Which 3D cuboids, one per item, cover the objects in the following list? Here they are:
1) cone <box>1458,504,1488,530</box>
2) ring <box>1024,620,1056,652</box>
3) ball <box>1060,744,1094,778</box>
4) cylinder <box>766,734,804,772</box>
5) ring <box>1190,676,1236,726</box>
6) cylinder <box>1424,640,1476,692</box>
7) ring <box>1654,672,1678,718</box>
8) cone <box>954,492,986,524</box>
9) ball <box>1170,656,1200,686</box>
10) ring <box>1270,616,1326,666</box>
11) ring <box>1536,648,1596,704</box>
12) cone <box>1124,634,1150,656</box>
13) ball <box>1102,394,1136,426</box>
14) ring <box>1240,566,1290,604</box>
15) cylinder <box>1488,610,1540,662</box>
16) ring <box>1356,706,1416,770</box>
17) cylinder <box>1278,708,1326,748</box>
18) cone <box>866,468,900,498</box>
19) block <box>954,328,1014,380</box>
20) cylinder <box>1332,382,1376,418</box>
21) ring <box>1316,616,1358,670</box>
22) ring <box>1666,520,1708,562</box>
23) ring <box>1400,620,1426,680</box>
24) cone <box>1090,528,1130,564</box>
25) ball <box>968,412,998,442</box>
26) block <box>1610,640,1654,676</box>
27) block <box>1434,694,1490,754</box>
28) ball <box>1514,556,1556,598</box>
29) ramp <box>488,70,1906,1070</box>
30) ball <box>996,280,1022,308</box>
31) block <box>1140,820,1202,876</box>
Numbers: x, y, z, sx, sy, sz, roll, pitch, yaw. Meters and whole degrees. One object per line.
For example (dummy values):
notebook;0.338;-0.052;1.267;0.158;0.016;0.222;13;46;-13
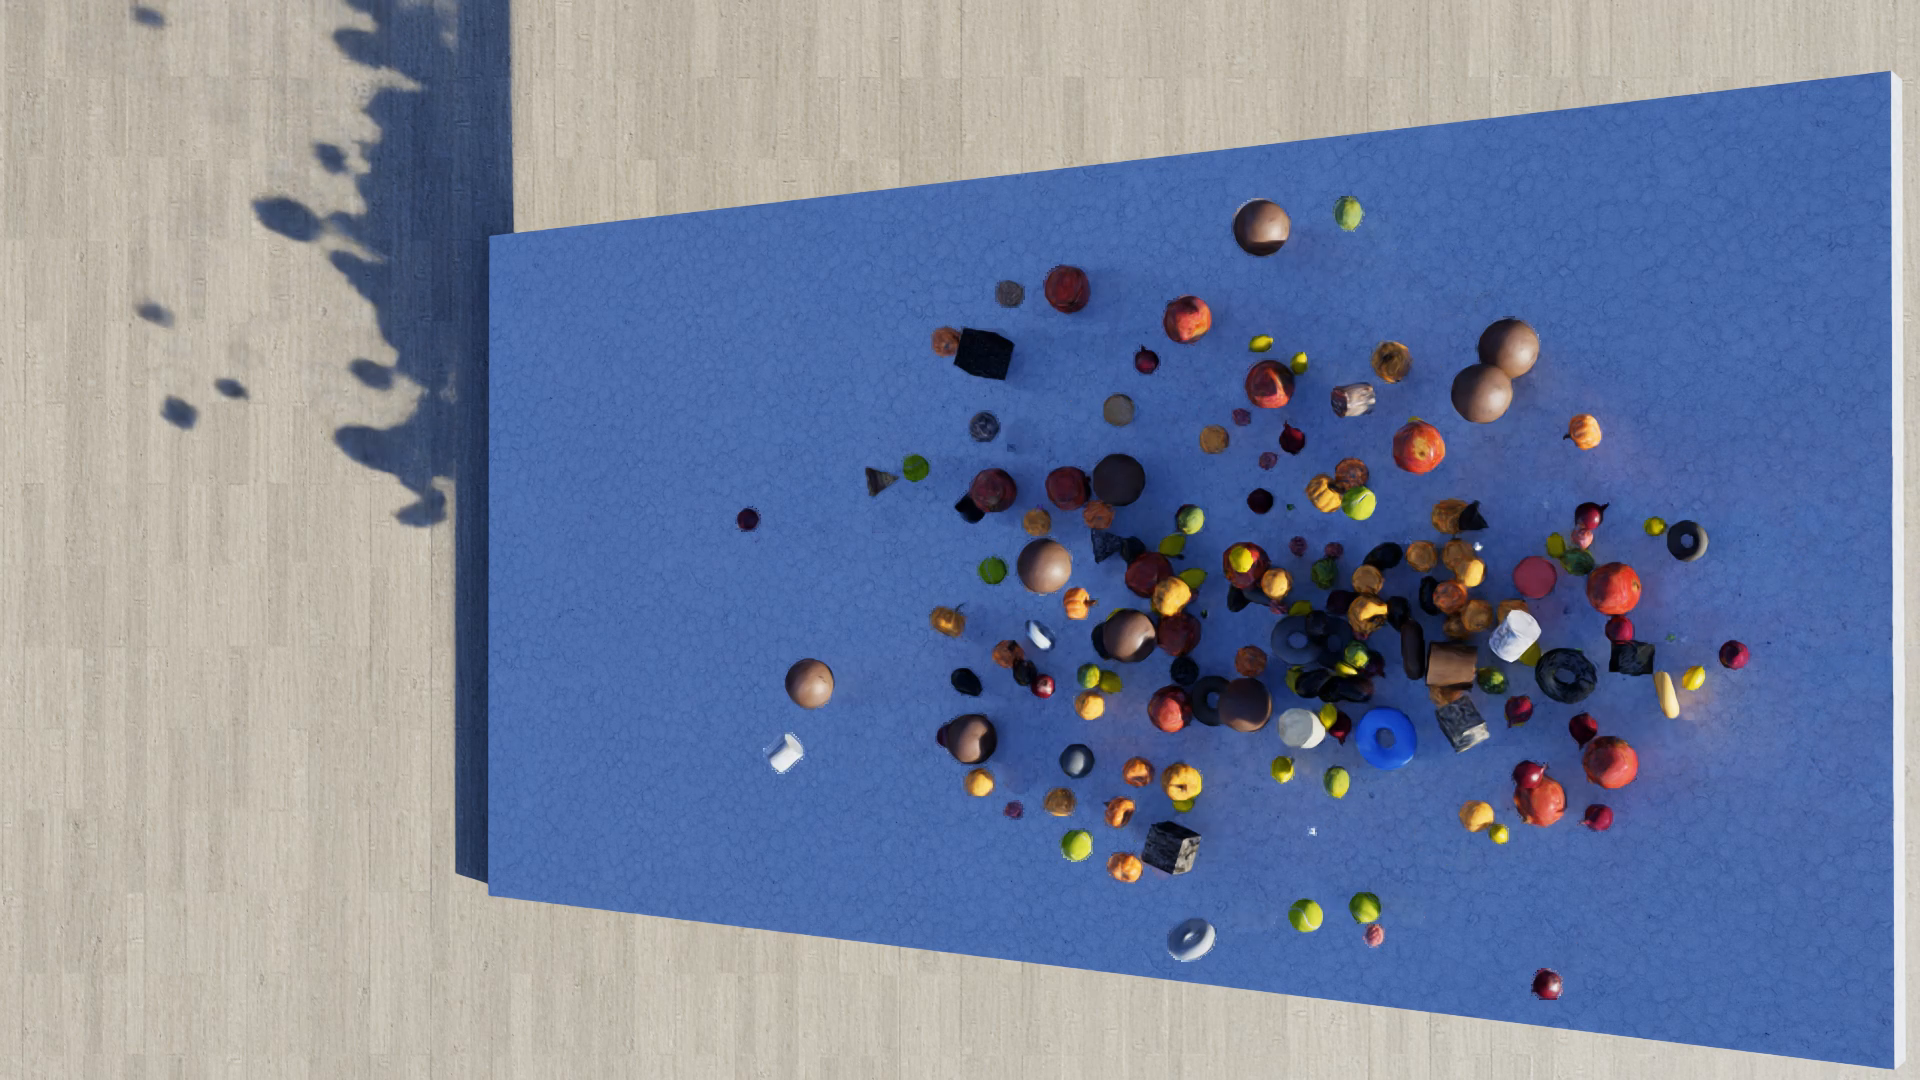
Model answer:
cone;1.133;-0.037;4.804;0.062;0.062;0.062;25;90;-16
ring;0.198;0.236;5.430;0.094;0.094;0.031;45;108;0
ball;0.289;0.545;5.430;0.086;0.086;0.086;0;90;0
cylinder;-0.431;0.523;5.401;0.066;0.066;0.066;-41;90;13
ring;0.603;0.383;5.243;0.121;0.040;0.121;-2;87;32
cylinder;1.076;0.277;4.824;0.099;0.099;0.099;7;90;9
ring;1.476;0.323;4.596;0.034;0.101;0.101;-17;90;15
cone;0.008;-0.084;5.630;0.083;0.083;0.083;0;89;35
ball;0.538;0.314;5.270;0.070;0.070;0.070;0;90;0
ring;0.776;0.230;5.047;0.126;0.042;0.126;-2;63;4
ring;1.304;0.293;4.735;0.131;0.044;0.131;15;125;24
cone;0.436;0.263;5.366;0.062;0.062;0.062;16;90;7
ball;0.387;-0.317;5.372;0.081;0.081;0.081;0;90;0
ring;0.711;0.104;5.127;0.115;0.115;0.038;-18;129;0
cylinder;1.190;0.206;4.721;0.080;0.080;0.080;13;49;-15
ring;0.966;0.449;4.984;0.145;0.048;0.145;4;96;35
cylinder;0.777;0.428;5.004;0.086;0.086;0.086;-4;80;26
cone;-0.197;-0.157;5.799;0.085;0.085;0.085;-10;90;7
block;0.061;-0.471;5.566;0.097;0.097;0.097;5;109;-34
cylinder;0.896;-0.319;5.009;0.073;0.073;0.073;-8;90;-18
ring;0.861;0.237;5.067;0.122;0.041;0.122;1;91;35
ring;1.523;0.003;4.606;0.087;0.029;0.087;6;100;37
ring;1.013;0.245;4.913;0.046;0.137;0.137;-5;90;8
cone;0.375;0.008;5.403;0.092;0.092;0.092;-10;90;7
ball;0.059;-0.283;5.532;0.077;0.077;0.077;0;90;0
block;1.422;0.249;4.654;0.063;0.063;0.063;-2;98;-40
block;1.093;0.401;4.787;0.079;0.079;0.079;-29;55;3
ball;1.247;0.080;4.771;0.092;0.092;0.092;0;90;0
ramp;0.248;0.068;5.575;4.000;0.100;2.000;0;89;35
ball;0.126;-0.623;5.563;0.067;0.067;0.067;0;90;0
block;0.507;0.738;5.275;0.092;0.092;0.092;22;102;33
